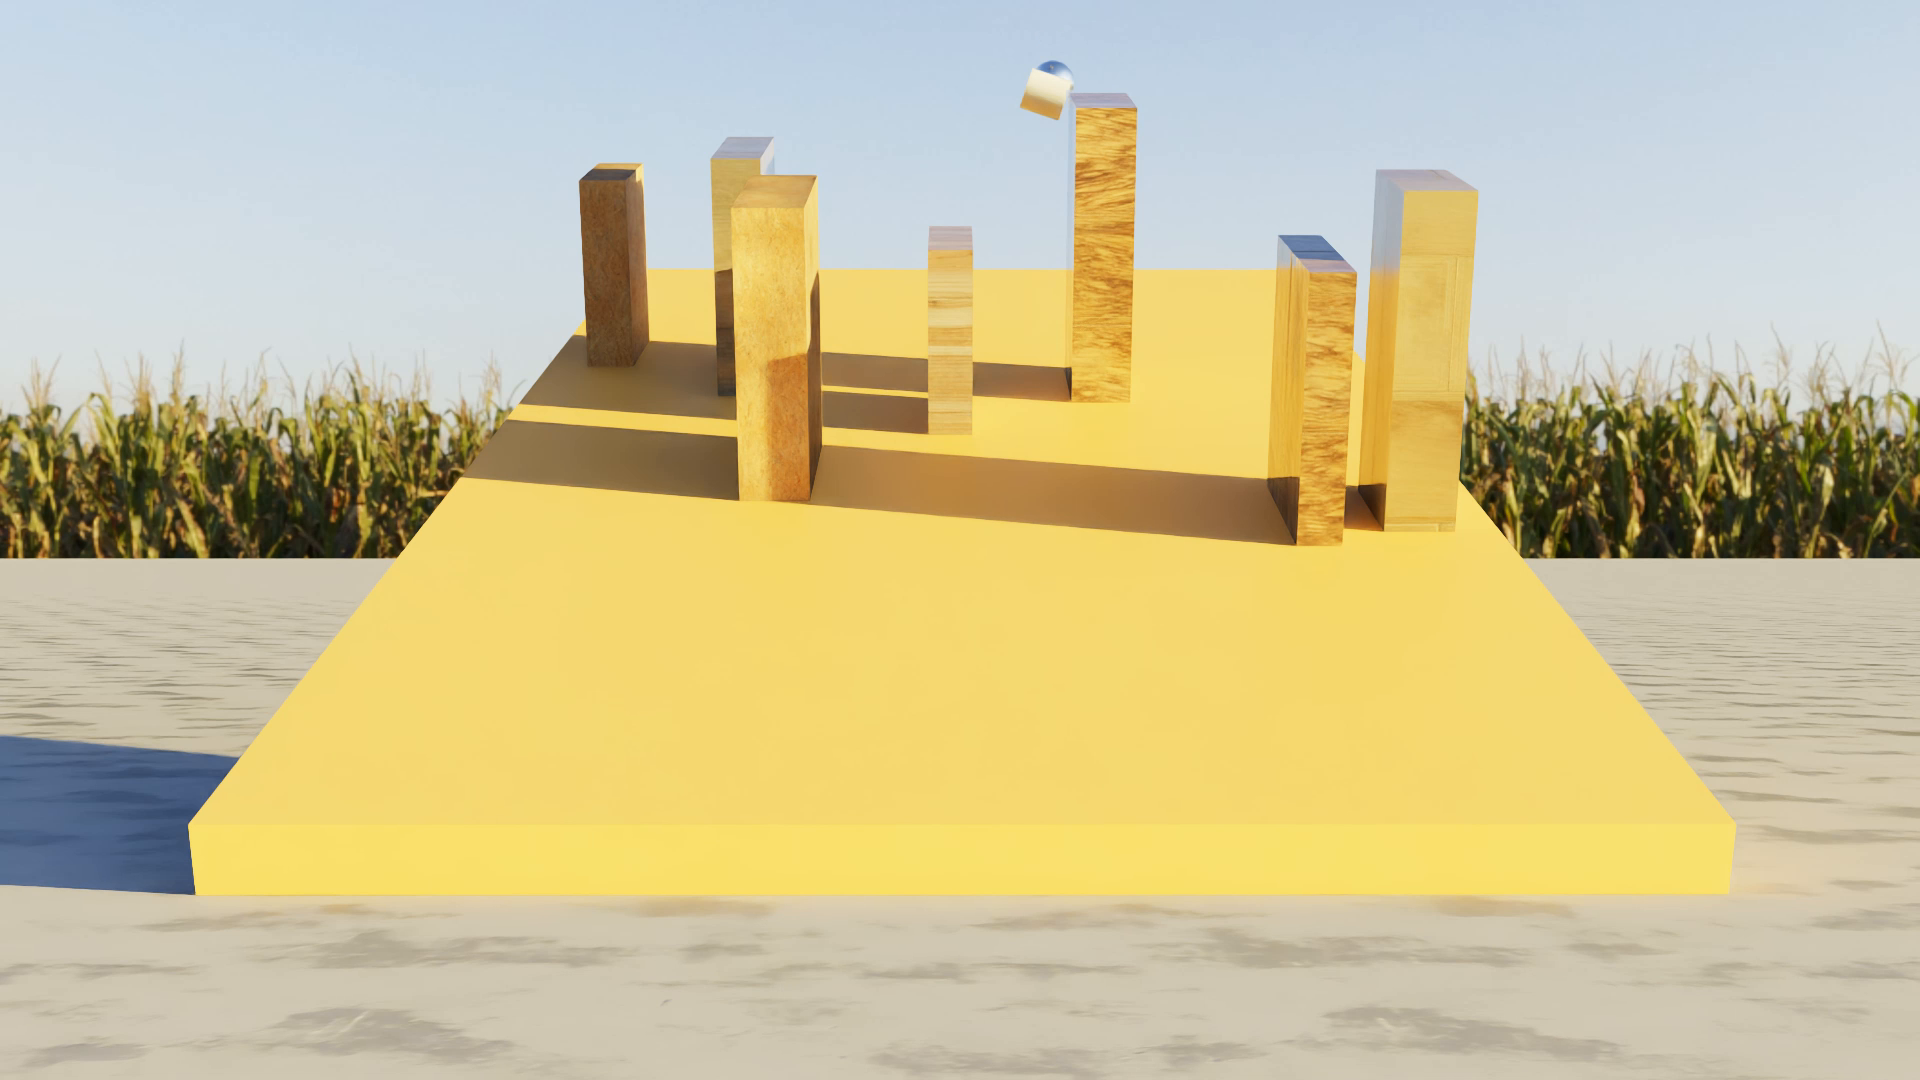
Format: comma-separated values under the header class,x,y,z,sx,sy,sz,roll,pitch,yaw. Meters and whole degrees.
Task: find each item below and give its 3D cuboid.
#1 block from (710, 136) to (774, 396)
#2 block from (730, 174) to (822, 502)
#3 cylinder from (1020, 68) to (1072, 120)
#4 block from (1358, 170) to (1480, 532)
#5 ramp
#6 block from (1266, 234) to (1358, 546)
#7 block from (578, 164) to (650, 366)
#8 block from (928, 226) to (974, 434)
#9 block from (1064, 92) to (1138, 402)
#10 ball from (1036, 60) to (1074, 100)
class,x,y,z,sx,sy,sz,roll,pitch,yaw
block,-0.503,-0.650,5.239,0.112,0.545,0.396,0,17,0
block,-0.359,-0.411,4.428,0.136,0.567,0.441,0,17,0
cylinder,0.237,-1.229,6.140,0.114,0.114,0.114,19,-1,-1
block,0.849,-0.356,4.151,0.132,0.629,0.277,0,17,0
ramp,-0.003,-0.176,4.799,2.000,0.100,4.000,0,17,0
block,0.650,-0.286,4.142,0.083,0.500,0.398,0,17,0
block,-0.852,-0.685,5.507,0.111,0.452,0.314,0,17,0
block,-0.021,-0.464,4.881,0.095,0.401,0.312,0,17,0
block,0.321,-0.678,5.130,0.134,0.664,0.326,0,17,0
ball,0.278,-1.373,6.681,0.131,0.131,0.131,0,0,0
